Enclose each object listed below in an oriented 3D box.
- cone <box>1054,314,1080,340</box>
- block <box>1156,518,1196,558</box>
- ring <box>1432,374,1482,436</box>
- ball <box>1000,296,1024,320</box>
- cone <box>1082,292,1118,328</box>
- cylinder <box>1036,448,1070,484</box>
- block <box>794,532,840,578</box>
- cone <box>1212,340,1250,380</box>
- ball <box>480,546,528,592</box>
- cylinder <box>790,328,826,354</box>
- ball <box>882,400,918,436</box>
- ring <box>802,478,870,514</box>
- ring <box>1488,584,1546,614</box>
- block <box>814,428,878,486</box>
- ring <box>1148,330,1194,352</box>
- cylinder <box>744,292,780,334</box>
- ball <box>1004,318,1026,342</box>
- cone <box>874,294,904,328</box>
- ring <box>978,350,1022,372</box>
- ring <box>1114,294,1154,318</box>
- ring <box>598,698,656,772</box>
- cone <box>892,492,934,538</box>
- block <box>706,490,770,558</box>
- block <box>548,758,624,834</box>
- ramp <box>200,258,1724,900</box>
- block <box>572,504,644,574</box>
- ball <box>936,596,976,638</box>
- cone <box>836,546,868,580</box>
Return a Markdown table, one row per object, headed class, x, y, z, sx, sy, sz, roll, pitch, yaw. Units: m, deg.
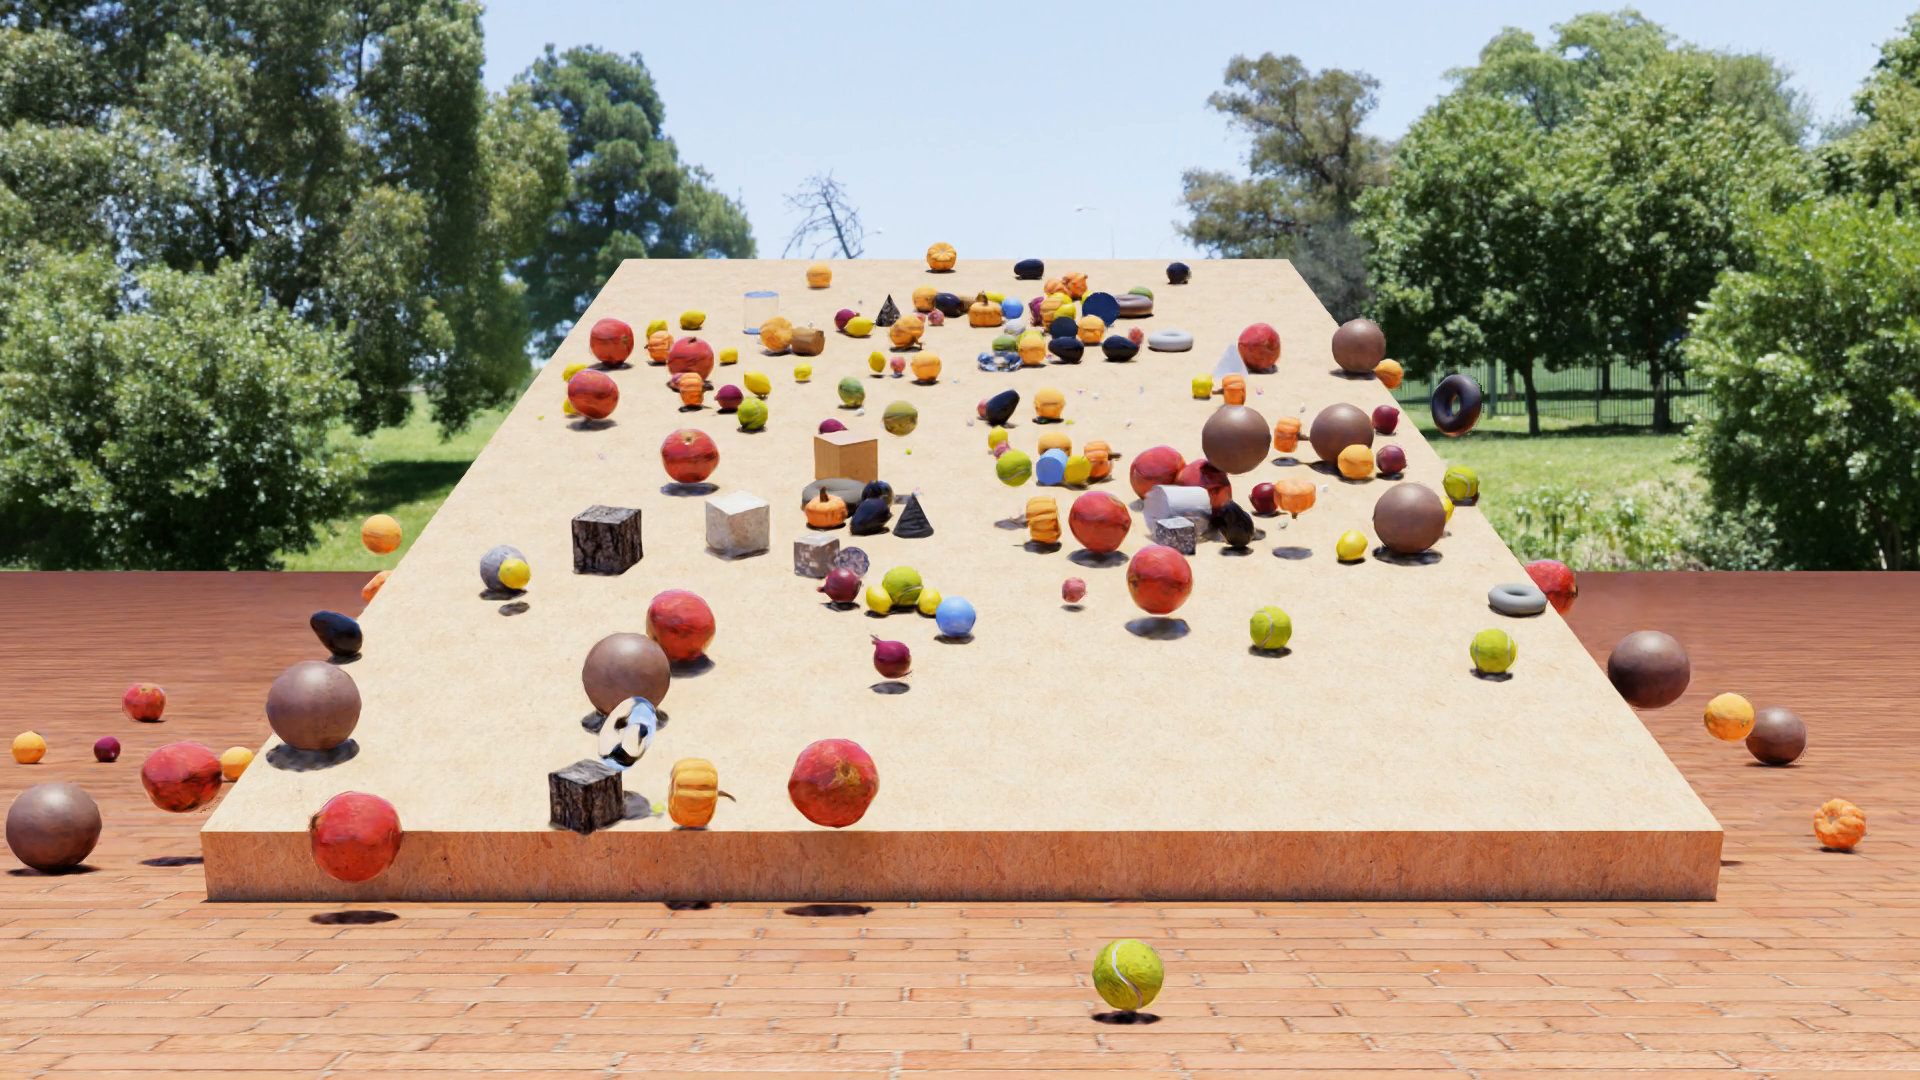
| class | x | y | z | sx | sy | sz | roll | pitch | yaw |
| --- | --- | --- | --- | --- | --- | --- | --- | --- | --- |
| cone | 0.266 | -0.527 | 5.699 | 0.071 | 0.071 | 0.071 | 0 | -26 | -9 |
| block | 0.390 | -0.005 | 4.046 | 0.054 | 0.054 | 0.054 | -7 | 19 | -20 |
| ring | 1.169 | -0.318 | 5.263 | 0.049 | 0.148 | 0.148 | 6 | -3 | -31 |
| ball | 0.137 | -0.609 | 5.881 | 0.062 | 0.062 | 0.062 | 0 | -1 | 0 |
| cone | 0.370 | -0.594 | 5.888 | 0.096 | 0.096 | 0.096 | 0 | -9 | 4 |
| cylinder | 0.185 | -0.147 | 4.475 | 0.059 | 0.059 | 0.059 | 0 | 18 | 14 |
| block | -0.252 | 0.026 | 3.940 | 0.058 | 0.058 | 0.058 | 11 | 21 | 29 |
| cone | 0.647 | -0.437 | 5.328 | 0.089 | 0.089 | 0.089 | 0 | 18 | 0 |
| ball | -0.781 | 0.050 | 3.828 | 0.081 | 0.081 | 0.081 | 0 | -1 | 0 |
| cylinder | -0.377 | -0.494 | 5.544 | 0.062 | 0.062 | 0.062 | 10 | 4 | 26 |
| ball | -0.116 | -0.238 | 4.353 | 0.072 | 0.072 | 0.072 | 0 | -1 | 0 |
| ring | -0.239 | -0.084 | 4.303 | 0.135 | 0.045 | 0.135 | -1 | 18 | 0 |
| ring | 0.938 | 0.100 | 3.760 | 0.097 | 0.032 | 0.097 | 1 | 19 | 0 |
| block | -0.227 | -0.161 | 4.465 | 0.092 | 0.092 | 0.092 | -12 | 22 | -33 |
| ring | 0.528 | -0.501 | 5.608 | 0.115 | 0.038 | 0.115 | 0 | 19 | 0 |
| cylinder | -0.514 | -0.590 | 5.793 | 0.092 | 0.092 | 0.092 | 0 | 18 | 0 |
| ball | 0.140 | -0.530 | 5.662 | 0.060 | 0.060 | 0.060 | 0 | -1 | 0 |
| cone | -0.185 | -0.607 | 5.861 | 0.083 | 0.083 | 0.083 | 0 | 18 | 0 |
| ring | 0.095 | -0.434 | 5.403 | 0.108 | 0.036 | 0.108 | -1 | 19 | 0 |
| ring | 0.450 | -0.627 | 5.987 | 0.137 | 0.046 | 0.137 | -1 | 17 | 0 |
| ring | -0.447 | 0.261 | 3.003 | 0.036 | 0.108 | 0.108 | 31 | -18 | -31 |
| cone | -0.087 | -0.051 | 4.148 | 0.078 | 0.078 | 0.078 | 0 | 18 | 0 |
| block | -0.403 | -0.030 | 4.053 | 0.084 | 0.084 | 0.084 | -16 | 29 | -34 |
| block | -0.495 | 0.338 | 2.956 | 0.068 | 0.068 | 0.068 | 15 | 23 | 38 |
| ramp | -0.003 | -0.185 | 4.852 | 2.000 | 0.100 | 4.000 | 0 | 18 | 0 |
| block | -0.626 | -0.002 | 3.971 | 0.092 | 0.092 | 0.092 | 5 | 19 | 16 |
| ball | -0.007 | 0.124 | 3.623 | 0.066 | 0.066 | 0.066 | 0 | -1 | 0 |
| cone | -0.193 | 0.045 | 3.933 | 0.058 | 0.058 | 0.058 | 0 | -9 | -11 |
